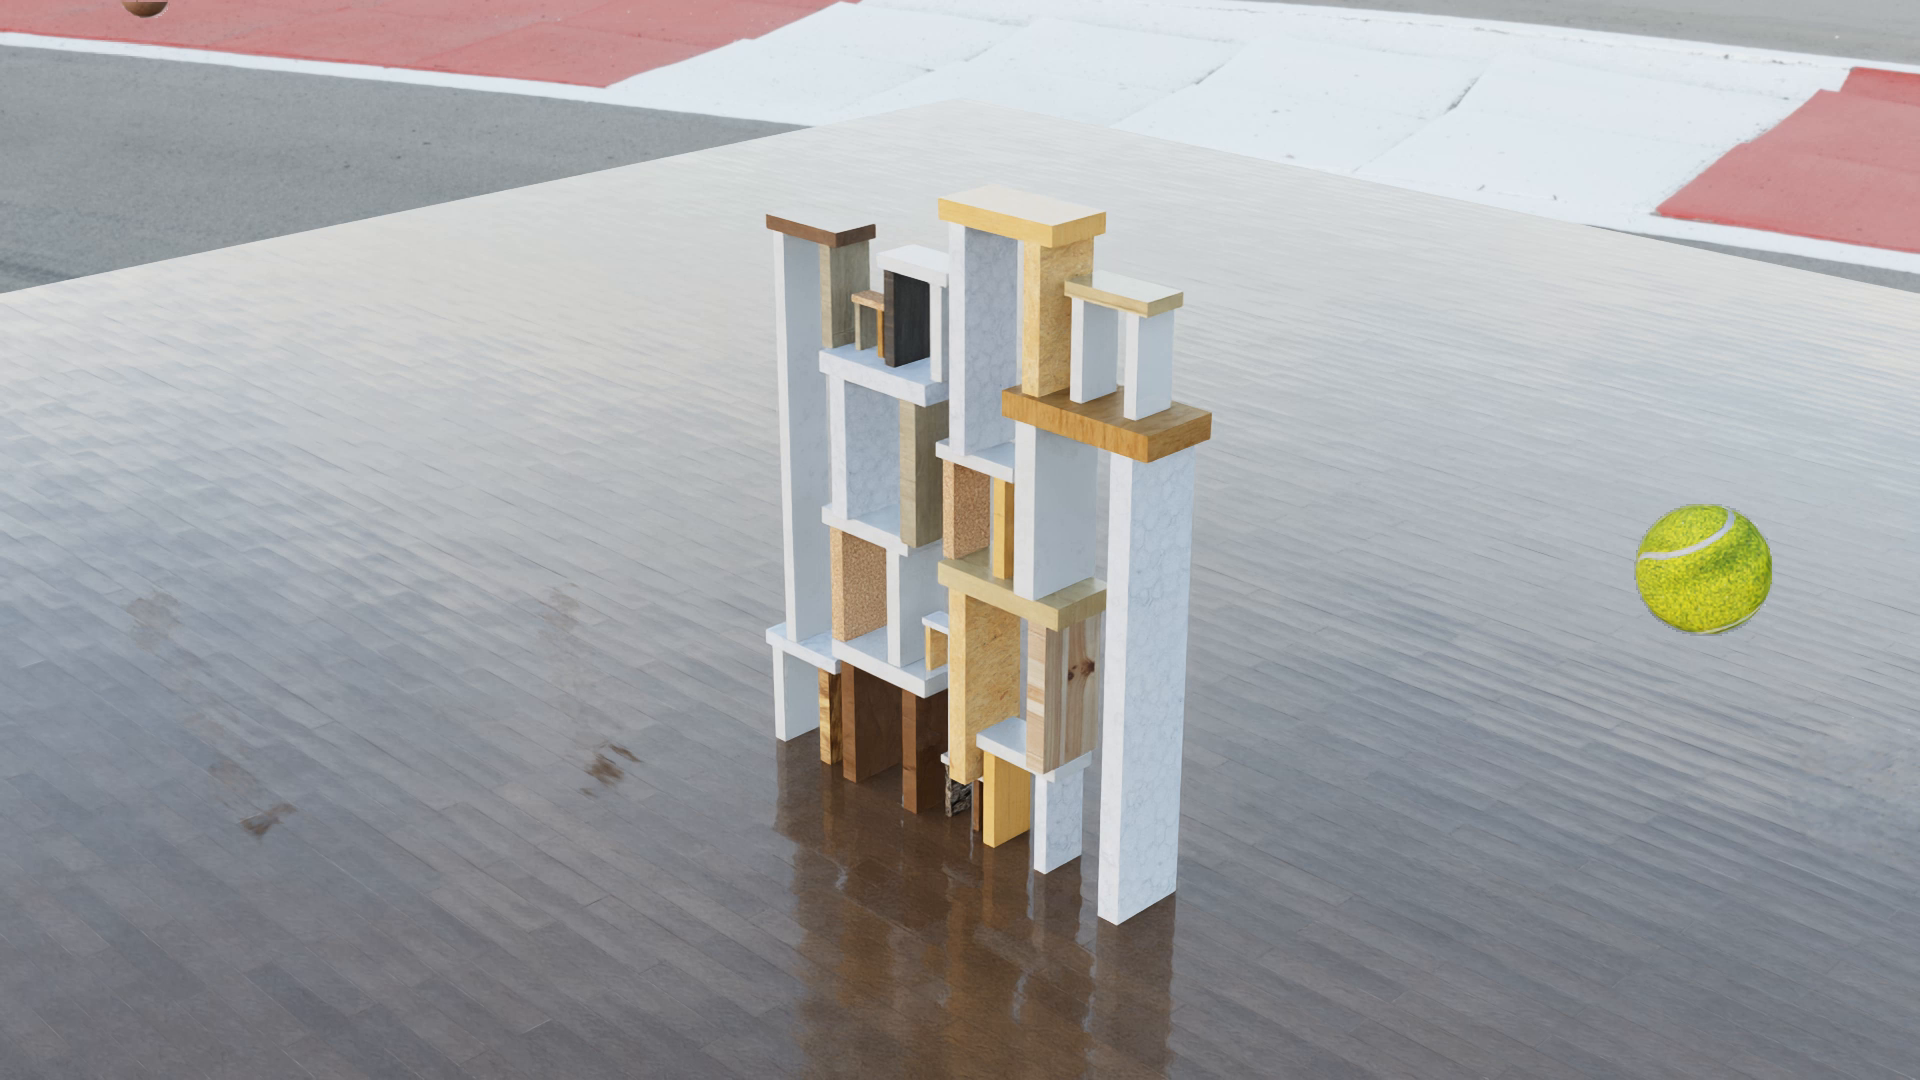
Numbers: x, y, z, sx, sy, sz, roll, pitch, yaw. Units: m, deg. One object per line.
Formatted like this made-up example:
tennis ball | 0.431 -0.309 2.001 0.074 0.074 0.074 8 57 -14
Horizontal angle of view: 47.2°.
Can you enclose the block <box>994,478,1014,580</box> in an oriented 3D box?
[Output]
block | 0.107 -0.035 4.087 0.028 0.198 0.099 21 31 40

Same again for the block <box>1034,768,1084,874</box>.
block | 0.191 0.531 4.245 0.029 0.207 0.103 21 31 41

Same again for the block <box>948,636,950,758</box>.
block | -0.001 0.306 4.350 0.014 0.272 0.048 21 31 41

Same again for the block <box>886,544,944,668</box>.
block | -0.088 0.119 4.370 0.124 0.247 0.035 -21 31 -41

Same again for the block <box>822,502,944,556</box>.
block | -0.145 -0.034 4.369 0.247 0.035 0.124 21 31 41

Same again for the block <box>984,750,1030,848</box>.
block | 0.093 0.493 4.334 0.029 0.207 0.104 21 31 41

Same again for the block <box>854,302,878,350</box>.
block | -0.180 -0.417 4.248 0.047 0.095 0.013 -21 31 -40

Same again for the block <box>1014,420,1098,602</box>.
block | 0.175 -0.074 4.000 0.048 0.338 0.169 21 31 40

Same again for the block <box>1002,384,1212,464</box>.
block | 0.254 -0.220 3.850 0.338 0.048 0.169 21 31 41

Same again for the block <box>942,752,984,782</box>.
block | 0.025 0.445 4.391 0.117 0.017 0.058 21 31 40

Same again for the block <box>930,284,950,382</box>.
block | -0.011 -0.394 4.073 0.094 0.187 0.027 -21 31 -40

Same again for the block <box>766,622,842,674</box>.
block | -0.297 0.219 4.644 0.219 0.031 0.109 21 31 41

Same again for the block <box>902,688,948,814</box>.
block | -0.053 0.406 4.456 0.039 0.272 0.136 21 31 41

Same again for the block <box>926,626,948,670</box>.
block | -0.046 0.207 4.357 0.014 0.095 0.048 21 31 40

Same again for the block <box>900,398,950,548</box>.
block | -0.047 -0.145 4.209 0.042 0.293 0.147 21 31 41

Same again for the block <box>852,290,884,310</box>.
block | -0.158 -0.458 4.206 0.047 0.013 0.095 -21 31 -40

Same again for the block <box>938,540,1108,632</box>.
block | 0.121 0.082 4.120 0.307 0.043 0.153 21 31 40

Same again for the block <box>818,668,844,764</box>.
block | -0.245 0.354 4.646 0.031 0.219 0.109 21 31 41

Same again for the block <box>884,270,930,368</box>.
block | -0.100 -0.428 4.154 0.027 0.187 0.094 21 31 41

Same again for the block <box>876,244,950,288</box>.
block | -0.056 -0.508 4.070 0.094 0.027 0.187 -21 31 -40

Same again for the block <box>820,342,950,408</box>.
block | -0.117 -0.326 4.207 0.147 0.042 0.293 -21 31 -40

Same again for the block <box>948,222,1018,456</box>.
block | 0.043 -0.378 4.013 0.039 0.435 0.137 21 31 40

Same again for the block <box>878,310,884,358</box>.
block | -0.136 -0.400 4.207 0.047 0.095 0.013 -21 31 -40

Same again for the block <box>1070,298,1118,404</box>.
block | 0.235 -0.340 3.832 0.026 0.186 0.093 21 31 41

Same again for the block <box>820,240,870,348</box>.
block | -0.222 -0.482 4.260 0.102 0.204 0.029 -21 31 -40

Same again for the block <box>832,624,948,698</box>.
block | -0.118 0.238 4.455 0.136 0.039 0.272 -21 31 -41

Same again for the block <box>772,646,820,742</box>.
block | -0.348 0.314 4.740 0.031 0.219 0.109 21 31 41

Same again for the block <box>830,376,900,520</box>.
block | -0.186 -0.199 4.337 0.042 0.293 0.147 21 31 41

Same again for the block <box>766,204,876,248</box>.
block | -0.270 -0.609 4.259 0.102 0.029 0.204 -21 31 -40

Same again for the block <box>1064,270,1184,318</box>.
block | 0.279 -0.421 3.750 0.186 0.026 0.093 21 31 41

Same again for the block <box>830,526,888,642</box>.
block | -0.204 0.073 4.477 0.035 0.248 0.124 21 31 41

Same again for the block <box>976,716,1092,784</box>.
block | 0.142 0.403 4.243 0.207 0.029 0.103 21 31 41

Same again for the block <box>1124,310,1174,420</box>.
block | 0.323 -0.306 3.751 0.026 0.186 0.093 21 31 41

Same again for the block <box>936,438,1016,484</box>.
block | 0.060 -0.157 4.086 0.198 0.028 0.099 21 31 40

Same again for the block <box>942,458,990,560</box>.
block | 0.013 -0.071 4.172 0.028 0.198 0.099 21 31 40

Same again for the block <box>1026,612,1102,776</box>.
block | 0.194 0.272 4.122 0.043 0.307 0.153 21 31 40

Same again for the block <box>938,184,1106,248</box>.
block | 0.107 -0.570 3.861 0.275 0.039 0.137 21 31 41

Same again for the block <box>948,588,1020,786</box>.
block | 0.049 0.263 4.275 0.043 0.410 0.153 21 31 40

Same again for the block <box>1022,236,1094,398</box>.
block | 0.172 -0.401 3.863 0.039 0.275 0.137 21 31 40

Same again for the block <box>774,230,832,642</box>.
block | -0.318 -0.208 4.481 0.029 0.882 0.102 21 31 41

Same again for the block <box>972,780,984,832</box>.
block | 0.052 0.517 4.391 0.017 0.117 0.058 21 31 41

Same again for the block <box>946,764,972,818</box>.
block | -0.003 0.496 4.442 0.017 0.117 0.059 21 31 41

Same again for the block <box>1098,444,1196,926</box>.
block | 0.334 0.259 3.967 0.048 0.925 0.169 21 31 41

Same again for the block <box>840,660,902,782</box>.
block | -0.182 0.356 4.574 0.039 0.272 0.136 21 31 41

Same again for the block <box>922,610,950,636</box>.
block | -0.024 0.166 4.315 0.048 0.014 0.095 -21 31 -40
